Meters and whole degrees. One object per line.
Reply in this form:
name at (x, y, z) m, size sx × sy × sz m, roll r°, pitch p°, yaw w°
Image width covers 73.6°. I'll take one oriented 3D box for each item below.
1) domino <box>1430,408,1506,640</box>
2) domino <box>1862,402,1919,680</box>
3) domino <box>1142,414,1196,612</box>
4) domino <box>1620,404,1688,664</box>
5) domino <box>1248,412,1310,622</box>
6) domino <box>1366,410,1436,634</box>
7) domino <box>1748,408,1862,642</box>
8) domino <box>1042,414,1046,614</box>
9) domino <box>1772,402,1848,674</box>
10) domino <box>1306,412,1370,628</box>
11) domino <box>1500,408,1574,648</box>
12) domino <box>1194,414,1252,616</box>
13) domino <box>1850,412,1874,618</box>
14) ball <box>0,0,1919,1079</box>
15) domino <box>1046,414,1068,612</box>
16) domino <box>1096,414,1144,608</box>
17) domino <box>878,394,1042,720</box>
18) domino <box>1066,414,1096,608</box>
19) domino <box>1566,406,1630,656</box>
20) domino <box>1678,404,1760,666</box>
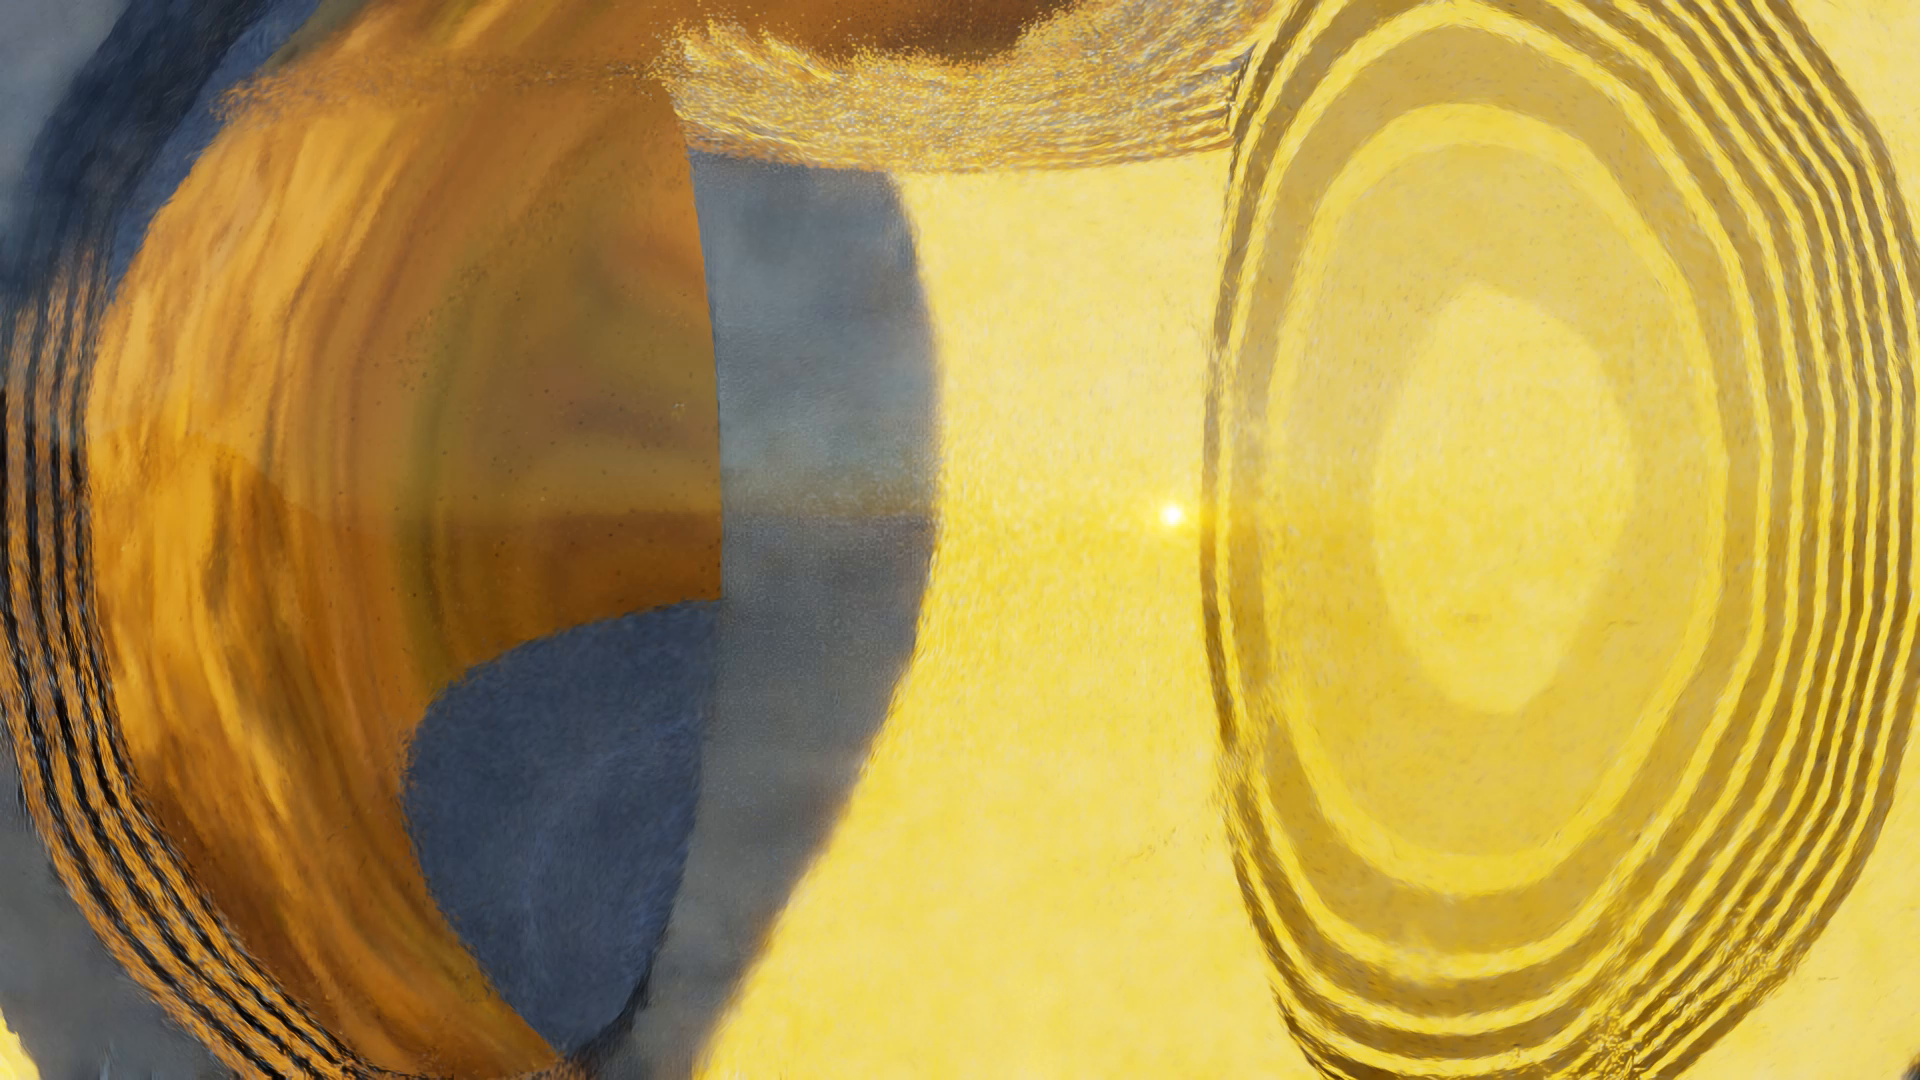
domino at (0.116, -0.004, 0.288) m, size 0.009 × 0.050 × 0.025 m, roll 4°, pitch 6°, yaw 44°
domino at (0.177, 0.000, 0.240) m, size 0.009 × 0.050 × 0.025 m, roll 2°, pitch 5°, yaw 30°
domino at (0.057, -0.008, 0.337) m, size 0.010 × 0.050 × 0.025 m, roll 2°, pitch 5°, yaw 29°
domino at (0.142, -0.002, 0.260) m, size 0.009 × 0.050 × 0.025 m, roll 3°, pitch 5°, yaw 37°
domino at (0.082, -0.006, 0.319) m, size 0.009 × 0.050 × 0.025 m, roll 4°, pitch 6°, yaw 39°
domino at (0.105, -0.005, 0.299) m, size 0.010 × 0.050 × 0.025 m, roll 4°, pitch 6°, yaw 43°
domino at (0.181, -0.003, 0.280) m, size 0.025 × 0.050 × 0.009 m, roll -1°, pitch 4°, yaw -10°
domino at (0.008, -0.007, 0.322) m, size 0.025 × 0.050 × 0.009 m, roll 2°, pitch 5°, yaw 20°
domino at (0.164, -0.001, 0.248) m, size 0.010 × 0.050 × 0.025 m, roll 3°, pitch 5°, yaw 32°
domino at (0.094, -0.006, 0.309) m, size 0.009 × 0.050 × 0.025 m, roll 4°, pitch 6°, yaw 41°
domino at (0.127, -0.003, 0.277) m, size 0.009 × 0.050 × 0.025 m, roll 4°, pitch 6°, yaw 45°
domino at (0.070, -0.007, 0.328) m, size 0.009 × 0.050 × 0.025 m, roll 3°, pitch 5°, yaw 36°
domino at (0.221, -0.007, 0.327) m, size 0.009 × 0.050 × 0.025 m, roll 1°, pitch 4°, yaw 10°
ball at (0.000, -0.002, 0.056) m, size 0.080 × 0.080 × 0.080 m, roll 0°, pitch 4°, yaw 0°
domino at (0.015, -0.008, 0.335) m, size 0.025 × 0.050 × 0.009 m, roll 4°, pitch 6°, yaw 44°
domino at (0.043, -0.008, 0.343) m, size 0.009 × 0.050 × 0.025 m, roll 1°, pitch 4°, yaw 16°
domino at (0.000, 0.002, 0.201) m, size 0.025 × 0.050 × 0.009 m, roll 0°, pitch 4°, yaw 0°
domino at (0.028, -0.008, 0.344) m, size 0.009 × 0.050 × 0.025 m, roll -1°, pitch 4°, yaw -13°
domino at (0.136, -0.003, 0.268) m, size 0.009 × 0.050 × 0.025 m, roll 4°, pitch 6°, yaw 40°
domino at (0.152, -0.002, 0.256) m, size 0.010 × 0.050 × 0.025 m, roll 3°, pitch 5°, yaw 37°
